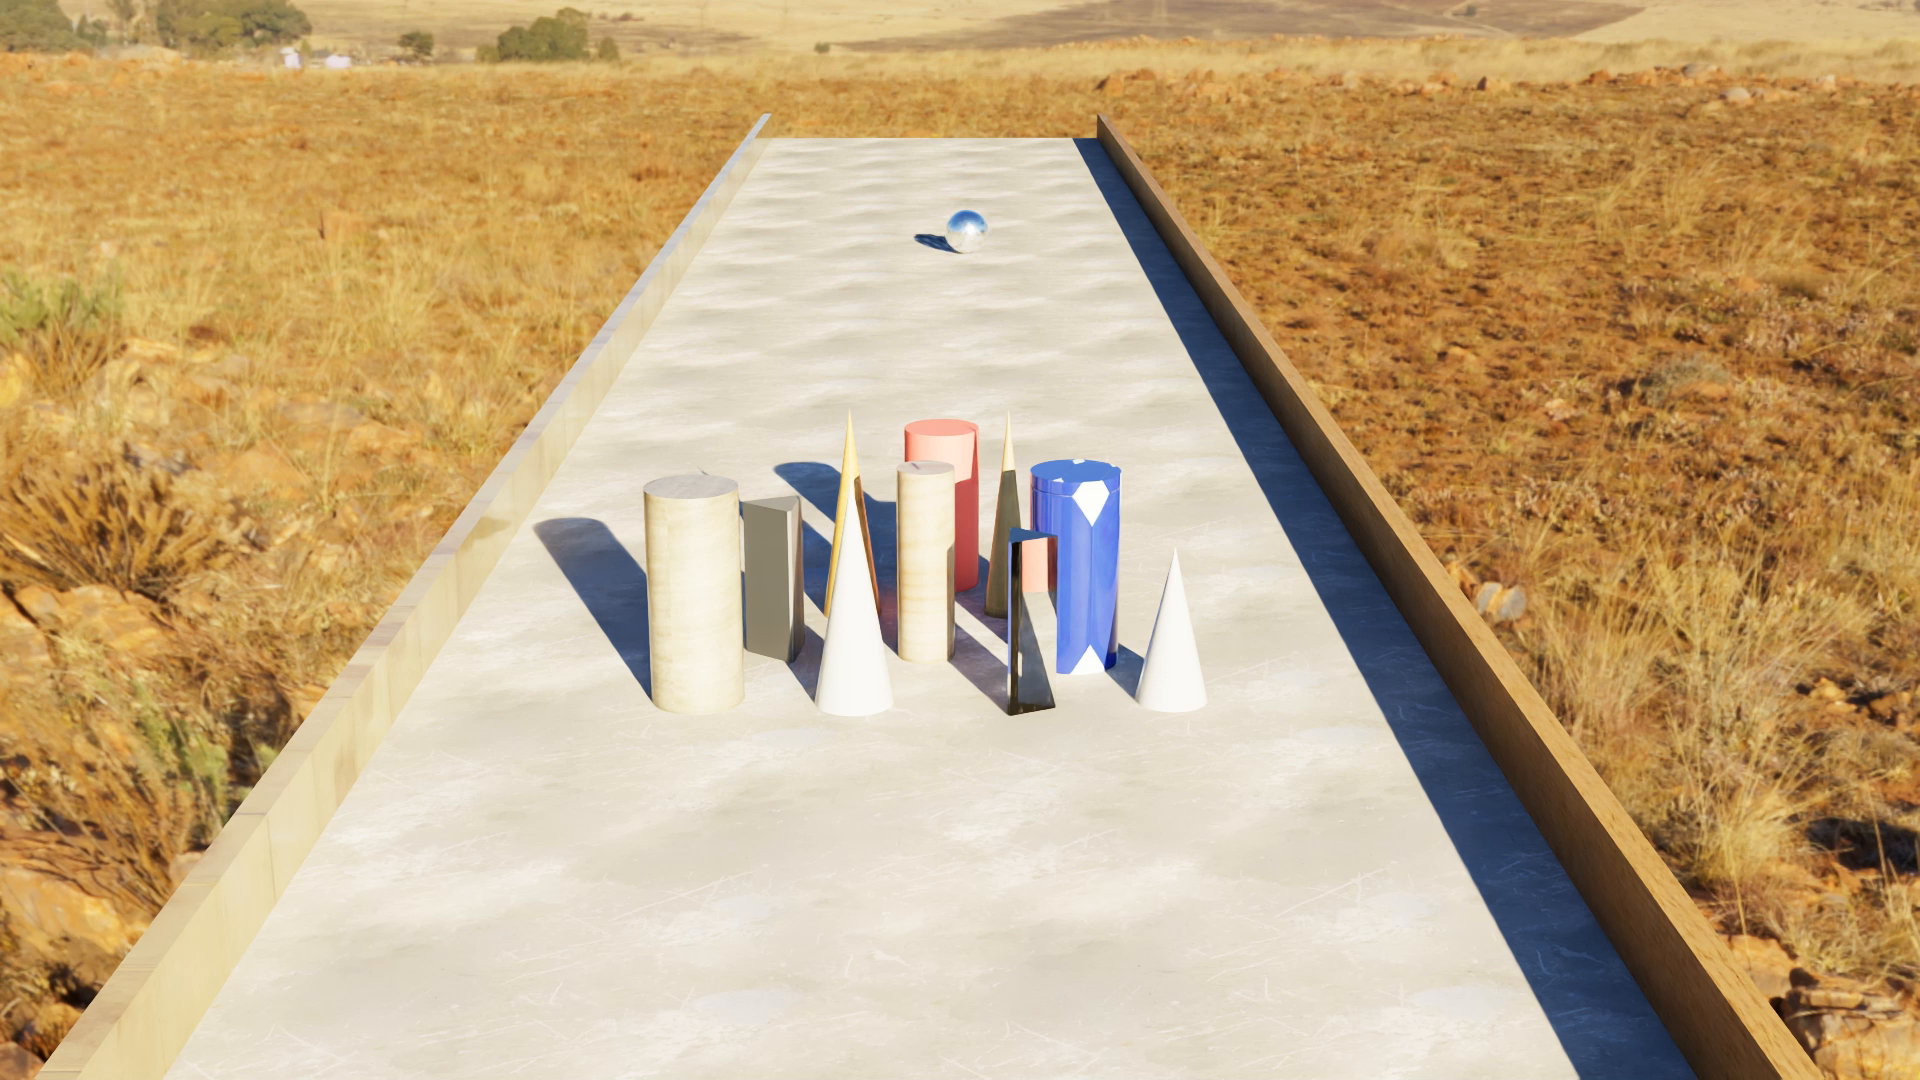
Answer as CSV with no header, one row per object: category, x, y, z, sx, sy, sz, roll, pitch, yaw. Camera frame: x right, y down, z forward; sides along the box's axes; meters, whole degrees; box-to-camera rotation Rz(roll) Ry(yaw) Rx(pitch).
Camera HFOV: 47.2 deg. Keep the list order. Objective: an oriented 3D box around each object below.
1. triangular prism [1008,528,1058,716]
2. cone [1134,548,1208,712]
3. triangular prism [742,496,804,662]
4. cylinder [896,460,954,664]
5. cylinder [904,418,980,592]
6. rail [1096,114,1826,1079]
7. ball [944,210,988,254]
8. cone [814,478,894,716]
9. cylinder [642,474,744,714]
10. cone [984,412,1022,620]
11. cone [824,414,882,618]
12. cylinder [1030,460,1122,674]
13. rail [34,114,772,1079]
triangular prism,0.117,0.150,4.129,0.101,0.339,0.088,-8,18,-25
cone,0.403,0.158,4.161,0.140,0.304,0.140,0,17,0
triangular prism,-0.352,0.072,4.431,0.122,0.314,0.105,12,20,35
cylinder,-0.068,0.044,4.392,0.116,0.391,0.116,0,17,0
cylinder,-0.040,-0.076,4.861,0.164,0.355,0.164,0,17,0
rail,0.932,-0.844,7.801,0.050,0.150,12.000,0,17,-1
ball,0.029,-1.302,9.283,0.184,0.184,0.184,0,17,0
cone,-0.202,0.097,4.128,0.152,0.440,0.152,0,17,0
cylinder,-0.500,0.102,4.148,0.177,0.420,0.177,0,17,0
cone,0.101,-0.060,4.647,0.101,0.447,0.101,0,17,0
cone,-0.230,-0.058,4.637,0.125,0.448,0.125,0,17,0
cylinder,0.227,0.052,4.364,0.179,0.392,0.179,0,17,0
rail,-1.118,-0.838,7.780,0.050,0.150,12.000,0,17,-1
